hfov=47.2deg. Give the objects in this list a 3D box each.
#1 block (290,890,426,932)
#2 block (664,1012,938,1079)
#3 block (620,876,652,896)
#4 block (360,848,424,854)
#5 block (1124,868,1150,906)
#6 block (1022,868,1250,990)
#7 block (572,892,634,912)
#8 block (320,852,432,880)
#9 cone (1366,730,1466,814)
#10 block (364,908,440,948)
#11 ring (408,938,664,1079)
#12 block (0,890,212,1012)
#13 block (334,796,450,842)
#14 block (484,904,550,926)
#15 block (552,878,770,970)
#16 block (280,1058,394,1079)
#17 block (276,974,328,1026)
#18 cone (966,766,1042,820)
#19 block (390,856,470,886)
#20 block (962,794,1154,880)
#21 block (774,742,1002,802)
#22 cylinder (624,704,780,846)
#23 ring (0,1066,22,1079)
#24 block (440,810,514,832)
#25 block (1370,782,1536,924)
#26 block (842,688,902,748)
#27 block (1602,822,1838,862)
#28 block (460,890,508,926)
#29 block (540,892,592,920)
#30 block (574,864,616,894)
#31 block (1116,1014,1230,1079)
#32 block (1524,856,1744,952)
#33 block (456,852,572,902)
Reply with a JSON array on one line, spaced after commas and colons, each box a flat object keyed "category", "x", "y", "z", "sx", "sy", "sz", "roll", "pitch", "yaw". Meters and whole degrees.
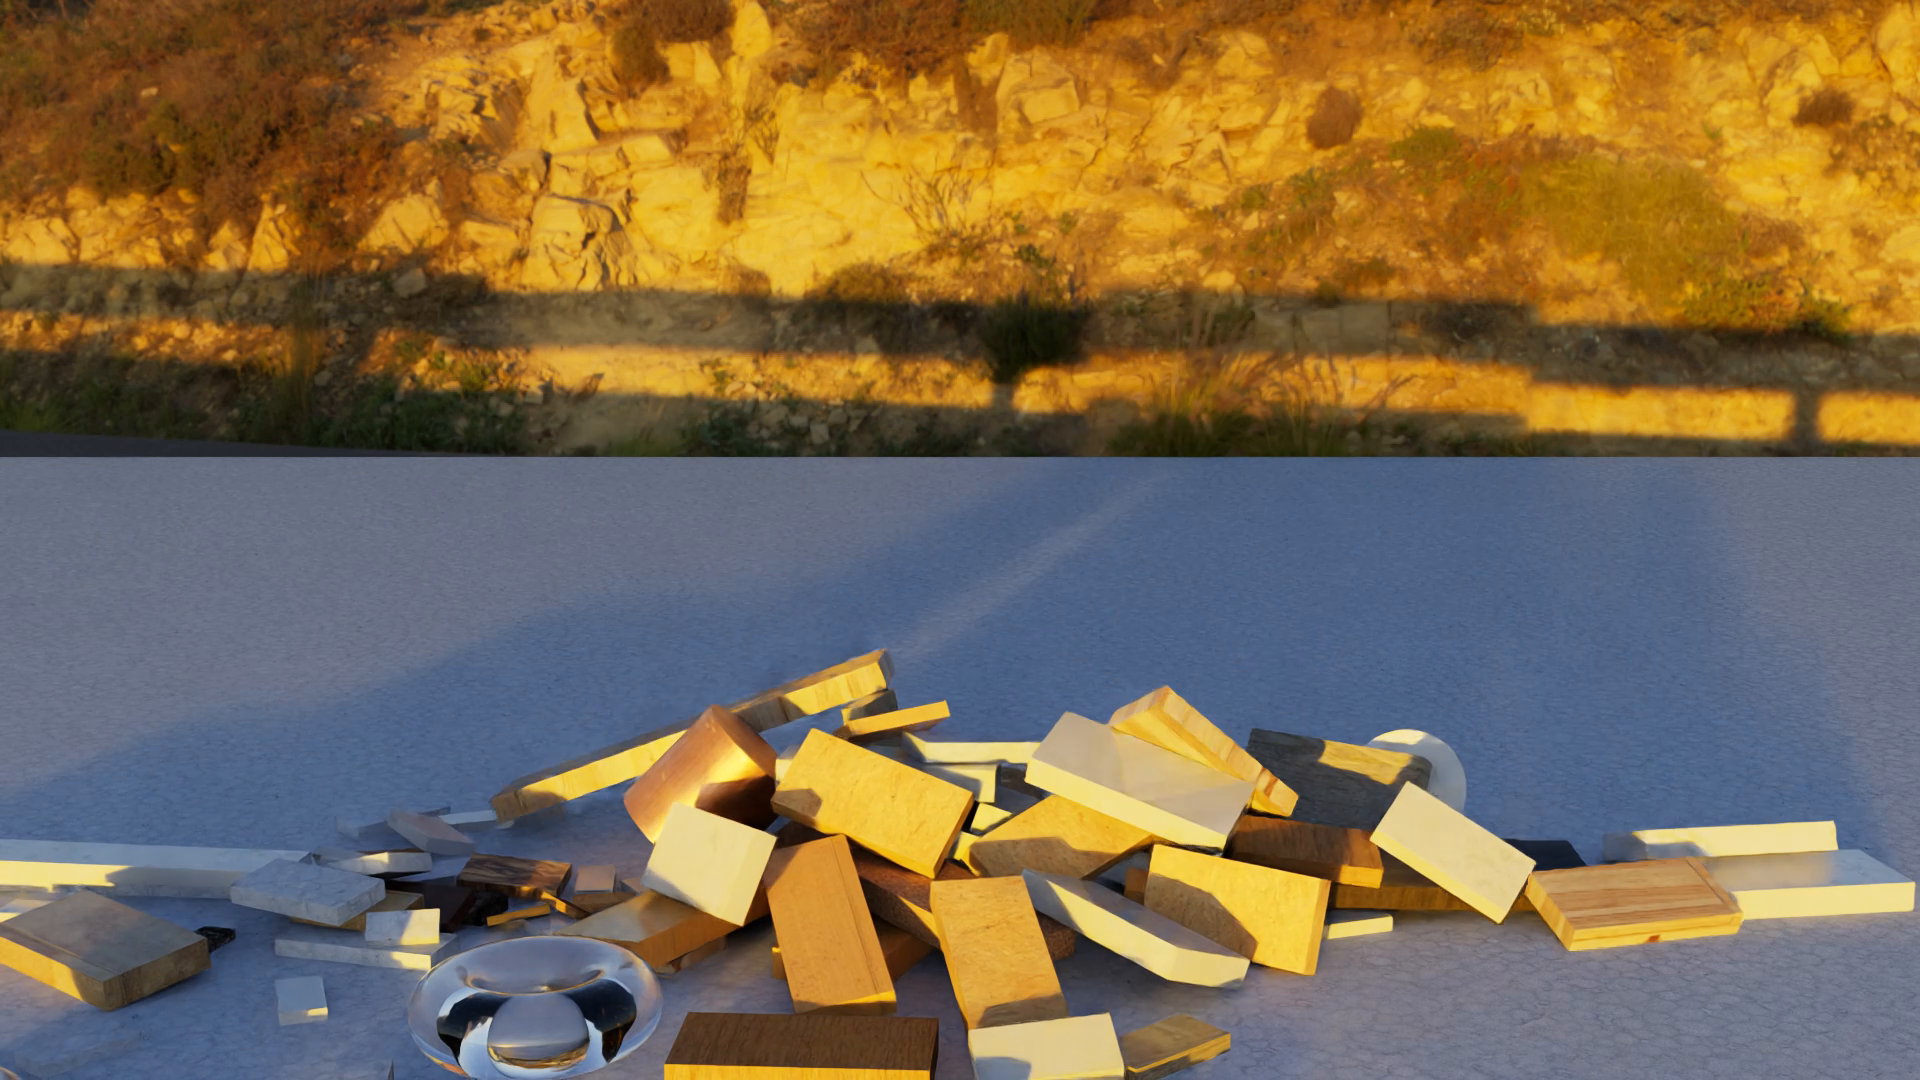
[{"category": "block", "x": -0.952, "y": 0.581, "z": 3.473, "sx": 0.185, "sy": 0.026, "sz": 0.093, "roll": 4, "pitch": 17, "yaw": 18}, {"category": "block", "x": -0.208, "y": 0.697, "z": 2.959, "sx": 0.348, "sy": 0.049, "sz": 0.174, "roll": 1, "pitch": 11, "yaw": 3}, {"category": "block", "x": -0.507, "y": 0.585, "z": 3.648, "sx": 0.063, "sy": 0.018, "sz": 0.125, "roll": -7, "pitch": 12, "yaw": -32}, {"category": "block", "x": -0.992, "y": 0.555, "z": 3.808, "sx": 0.125, "sy": 0.018, "sz": 0.063, "roll": -2, "pitch": 11, "yaw": -11}, {"category": "block", "x": 0.344, "y": 0.566, "z": 3.524, "sx": 0.160, "sy": 0.023, "sz": 0.080, "roll": 10, "pitch": 18, "yaw": 5}, {"category": "block", "x": 0.256, "y": 0.586, "z": 3.321, "sx": 0.168, "sy": 0.048, "sz": 0.337, "roll": 18, "pitch": 1, "yaw": -42}, {"category": "block", "x": -0.585, "y": 0.594, "z": 3.608, "sx": 0.099, "sy": 0.014, "sz": 0.050, "roll": -2, "pitch": 11, "yaw": -10}, {"category": "block", "x": -0.987, "y": 0.543, "z": 3.596, "sx": 0.219, "sy": 0.031, "sz": 0.109, "roll": -13, "pitch": -13, "yaw": 23}, {"category": "cone", "x": 0.835, "y": 0.477, "z": 4.007, "sx": 0.220, "sy": 0.220, "sz": 0.220, "roll": 5, "pitch": -15, "yaw": 27}, {"category": "block", "x": -0.856, "y": 0.596, "z": 3.379, "sx": 0.110, "sy": 0.016, "sz": 0.055, "roll": -2, "pitch": 42, "yaw": -9}, {"category": "ring", "x": -0.587, "y": 0.646, "z": 3.051, "sx": 0.349, "sy": 0.116, "sz": 0.349, "roll": 0, "pitch": 9, "yaw": 0}, {"category": "block", "x": -1.311, "y": 0.619, "z": 3.336, "sx": 0.341, "sy": 0.048, "sz": 0.171, "roll": 8, "pitch": 19, "yaw": 38}, {"category": "block", "x": -1.040, "y": 0.509, "z": 4.032, "sx": 0.184, "sy": 0.026, "sz": 0.092, "roll": -10, "pitch": 14, "yaw": -42}, {"category": "block", "x": -0.707, "y": 0.599, "z": 3.510, "sx": 0.099, "sy": 0.014, "sz": 0.049, "roll": -10, "pitch": -7, "yaw": -18}, {"category": "block", "x": -0.448, "y": 0.591, "z": 3.433, "sx": 0.174, "sy": 0.049, "sz": 0.348, "roll": -1, "pitch": 8, "yaw": 34}, {"category": "block", "x": -0.803, "y": 0.735, "z": 2.779, "sx": 0.140, "sy": 0.040, "sz": 0.279, "roll": -1, "pitch": 11, "yaw": -8}, {"category": "block", "x": -0.957, "y": 0.668, "z": 3.196, "sx": 0.066, "sy": 0.019, "sz": 0.131, "roll": -4, "pitch": 11, "yaw": -19}, {"category": "cone", "x": 0.070, "y": 0.526, "z": 3.778, "sx": 0.192, "sy": 0.192, "sz": 0.192, "roll": -2, "pitch": 37, "yaw": -12}, {"category": "block", "x": -0.874, "y": 0.568, "z": 3.723, "sx": 0.170, "sy": 0.024, "sz": 0.085, "roll": -5, "pitch": 12, "yaw": -27}, {"category": "block", "x": 0.161, "y": 0.489, "z": 3.533, "sx": 0.287, "sy": 0.041, "sz": 0.144, "roll": -27, "pitch": 64, "yaw": -31}, {"category": "block", "x": -0.115, "y": 0.384, "z": 3.649, "sx": 0.357, "sy": 0.051, "sz": 0.179, "roll": 3, "pitch": 4, "yaw": 5}, {"category": "cylinder", "x": -0.417, "y": 0.428, "z": 3.717, "sx": 0.213, "sy": 0.213, "sz": 0.213, "roll": 44, "pitch": 3, "yaw": -3}, {"category": "ring", "x": -1.288, "y": 0.725, "z": 2.593, "sx": 0.395, "sy": 0.132, "sz": 0.395, "roll": 1, "pitch": 10, "yaw": 0}, {"category": "block", "x": -0.885, "y": 0.515, "z": 4.025, "sx": 0.125, "sy": 0.018, "sz": 0.063, "roll": -4, "pitch": 11, "yaw": -19}, {"category": "block", "x": 0.794, "y": 0.501, "z": 3.541, "sx": 0.239, "sy": 0.034, "sz": 0.120, "roll": 33, "pitch": 52, "yaw": 14}, {"category": "block", "x": -0.131, "y": 0.414, "z": 3.842, "sx": 0.040, "sy": 0.282, "sz": 0.141, "roll": -9, "pitch": 6, "yaw": 22}, {"category": "block", "x": 1.300, "y": 0.518, "z": 3.773, "sx": 0.340, "sy": 0.048, "sz": 0.170, "roll": -2, "pitch": -9, "yaw": -8}, {"category": "block", "x": -0.832, "y": 0.594, "z": 3.581, "sx": 0.170, "sy": 0.024, "sz": 0.085, "roll": 4, "pitch": 11, "yaw": 18}, {"category": "block", "x": -0.627, "y": 0.594, "z": 3.535, "sx": 0.099, "sy": 0.014, "sz": 0.049, "roll": 15, "pitch": -13, "yaw": 46}, {"category": "block", "x": -0.612, "y": 0.576, "z": 3.697, "sx": 0.063, "sy": 0.018, "sz": 0.125, "roll": -1, "pitch": 11, "yaw": -6}, {"category": "block", "x": 0.274, "y": 0.698, "z": 3.014, "sx": 0.184, "sy": 0.026, "sz": 0.092, "roll": -9, "pitch": 14, "yaw": -40}, {"category": "block", "x": 1.071, "y": 0.577, "z": 3.500, "sx": 0.298, "sy": 0.042, "sz": 0.149, "roll": -3, "pitch": 29, "yaw": -15}, {"category": "block", "x": -0.743, "y": 0.563, "z": 3.668, "sx": 0.170, "sy": 0.024, "sz": 0.085, "roll": 5, "pitch": 23, "yaw": 6}]
